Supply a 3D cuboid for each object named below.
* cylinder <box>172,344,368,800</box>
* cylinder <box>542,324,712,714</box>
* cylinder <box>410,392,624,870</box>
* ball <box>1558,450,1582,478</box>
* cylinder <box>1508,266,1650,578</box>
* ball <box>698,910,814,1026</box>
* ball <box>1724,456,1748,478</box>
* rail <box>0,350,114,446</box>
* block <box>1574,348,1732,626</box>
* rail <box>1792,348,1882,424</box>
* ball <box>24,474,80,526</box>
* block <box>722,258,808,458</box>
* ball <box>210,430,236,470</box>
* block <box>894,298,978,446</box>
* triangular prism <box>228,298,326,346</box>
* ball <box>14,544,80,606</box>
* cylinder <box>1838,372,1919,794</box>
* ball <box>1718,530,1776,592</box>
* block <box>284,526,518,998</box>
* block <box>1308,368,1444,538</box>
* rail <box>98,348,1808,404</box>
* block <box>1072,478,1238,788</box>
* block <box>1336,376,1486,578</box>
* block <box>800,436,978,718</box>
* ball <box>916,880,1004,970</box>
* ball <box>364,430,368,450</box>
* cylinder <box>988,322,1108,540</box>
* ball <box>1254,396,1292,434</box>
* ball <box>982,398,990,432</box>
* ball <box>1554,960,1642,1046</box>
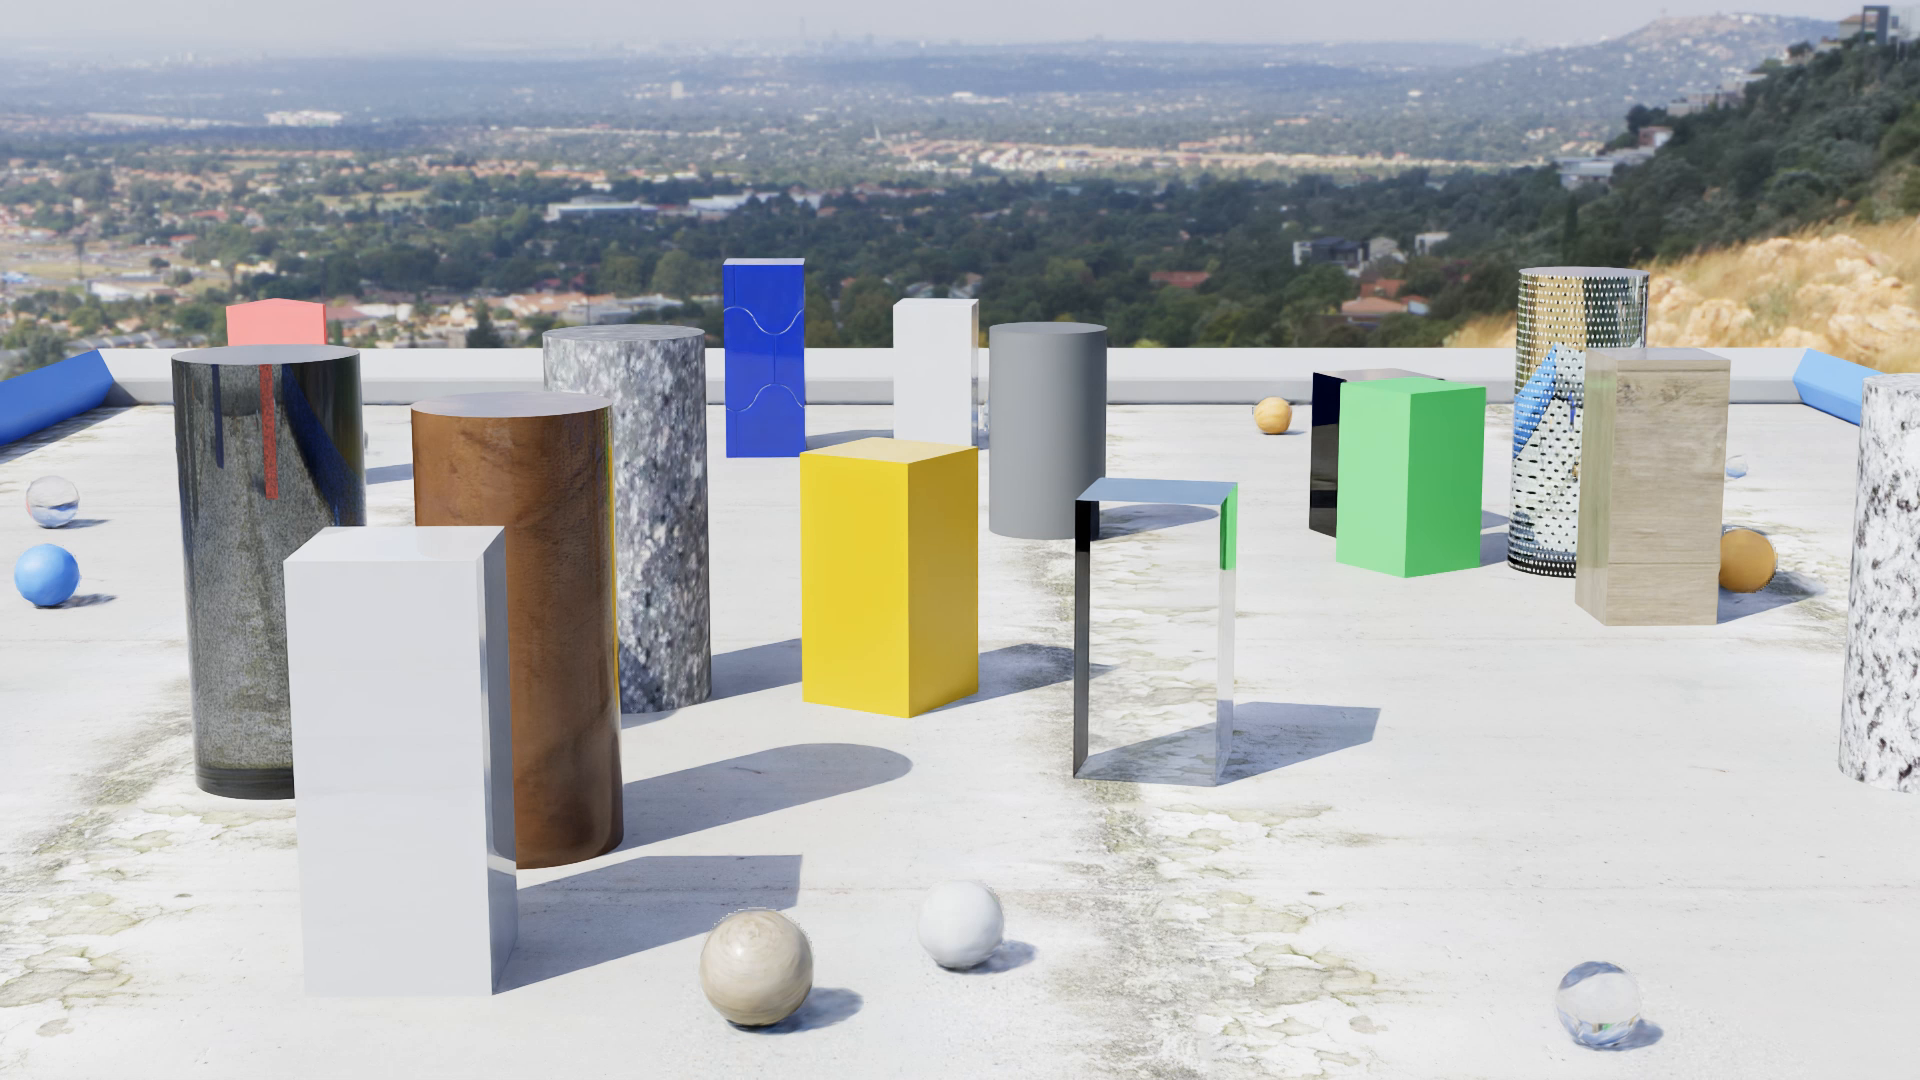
[{"bbox_3d":[-0.694,0.028,2.606,0.183,0.436,0.183,0,11,0],"label":"cylinder"},{"bbox_3d":[-0.381,-0.028,2.945,0.183,0.422,0.183,0,11,0],"label":"cylinder"},{"bbox_3d":[-0.410,0.079,2.388,0.183,0.416,0.183,0,11,0],"label":"cylinder"},{"bbox_3d":[1.080,-0.134,4.526,0.048,0.048,0.048,0,11,0],"label":"ball"},{"bbox_3d":[0.890,-0.172,3.697,0.183,0.428,0.183,0,11,0],"label":"cylinder"},{"bbox_3d":[-0.155,0.327,1.958,0.088,0.088,0.088,0,11,0],"label":"ball"},{"bbox_3d":[1.366,-0.128,4.515,0.041,0.041,0.041,0,11,0],"label":"ball"},{"bbox_3d":[-1.801,0.032,3.440,0.045,0.119,4.131,0,11,0],"label":"rail"},{"bbox_3d":[0.911,-0.073,3.384,0.146,0.348,0.146,0,11,-2],"label":"block"},{"bbox_3d":[1.801,0.029,3.460,0.045,0.119,4.131,0,11,0],"label":"rail"},{"bbox_3d":[-1.431,-0.062,4.047,0.082,0.082,0.082,0,11,0],"label":"ball"},{"bbox_3d":[-0.363,-0.341,4.795,0.146,0.357,0.146,0,11,-2],"label":"block"},{"bbox_3d":[-1.311,-0.162,4.613,0.071,0.071,0.071,0,11,0],"label":"ball"},{"bbox_3d":[-0.044,-0.315,4.880,0.146,0.274,0.146,1,11,6],"label":"block"},{"bbox_3d":[-1.171,-0.251,4.421,0.158,0.318,0.137,-3,11,-15],"label":"triangular prism"},{"bbox_3d":[-1.232,0.047,3.461,0.084,0.084,0.084,0,11,0],"label":"ball"},{"bbox_3d":[1.005,0.042,2.618,0.183,0.405,0.183,0,11,0],"label":"cylinder"},{"bbox_3d":[1.082,0.029,3.547,0.088,0.088,0.088,0,11,0],"label":"ball"},{"bbox_3d":[-0.444,0.174,2.061,0.146,0.350,0.146,0,11,-1],"label":"block"},{"bbox_3d":[0.643,-0.132,3.970,0.146,0.248,0.146,-4,11,-21],"label":"block"},{"bbox_3d":[-0.012,-0.345,5.457,3.649,0.119,0.045,0,11,0],"label":"rail"},{"bbox_3d":[0.204,0.092,2.661,0.146,0.290,0.146,2,11,13],"label":"block"},{"bbox_3d":[0.654,-0.094,3.725,0.146,0.264,0.146,-7,13,-33],"label":"block"},{"bbox_3d":[-0.080,0.039,2.945,0.146,0.289,0.146,7,13,32],"label":"block"},{"bbox_3d":[0.000,0.312,2.082,0.072,0.072,0.072,0,11,0],"label":"ball"},{"bbox_3d":[-1.131,-0.186,4.781,0.056,0.056,0.056,0,11,0],"label":"ball"},{"bbox_3d":[0.137,-0.173,4.002,0.183,0.317,0.183,0,11,0],"label":"cylinder"},{"bbox_3d":[0.616,-0.245,5.043,0.075,0.075,0.075,0,11,0],"label":"ball"},{"bbox_3d":[0.088,-0.243,4.991,0.091,0.091,0.091,0,11,0],"label":"ball"},{"bbox_3d":[0.478,0.346,1.920,0.063,0.063,0.063,0,11,0],"label":"ball"}]
